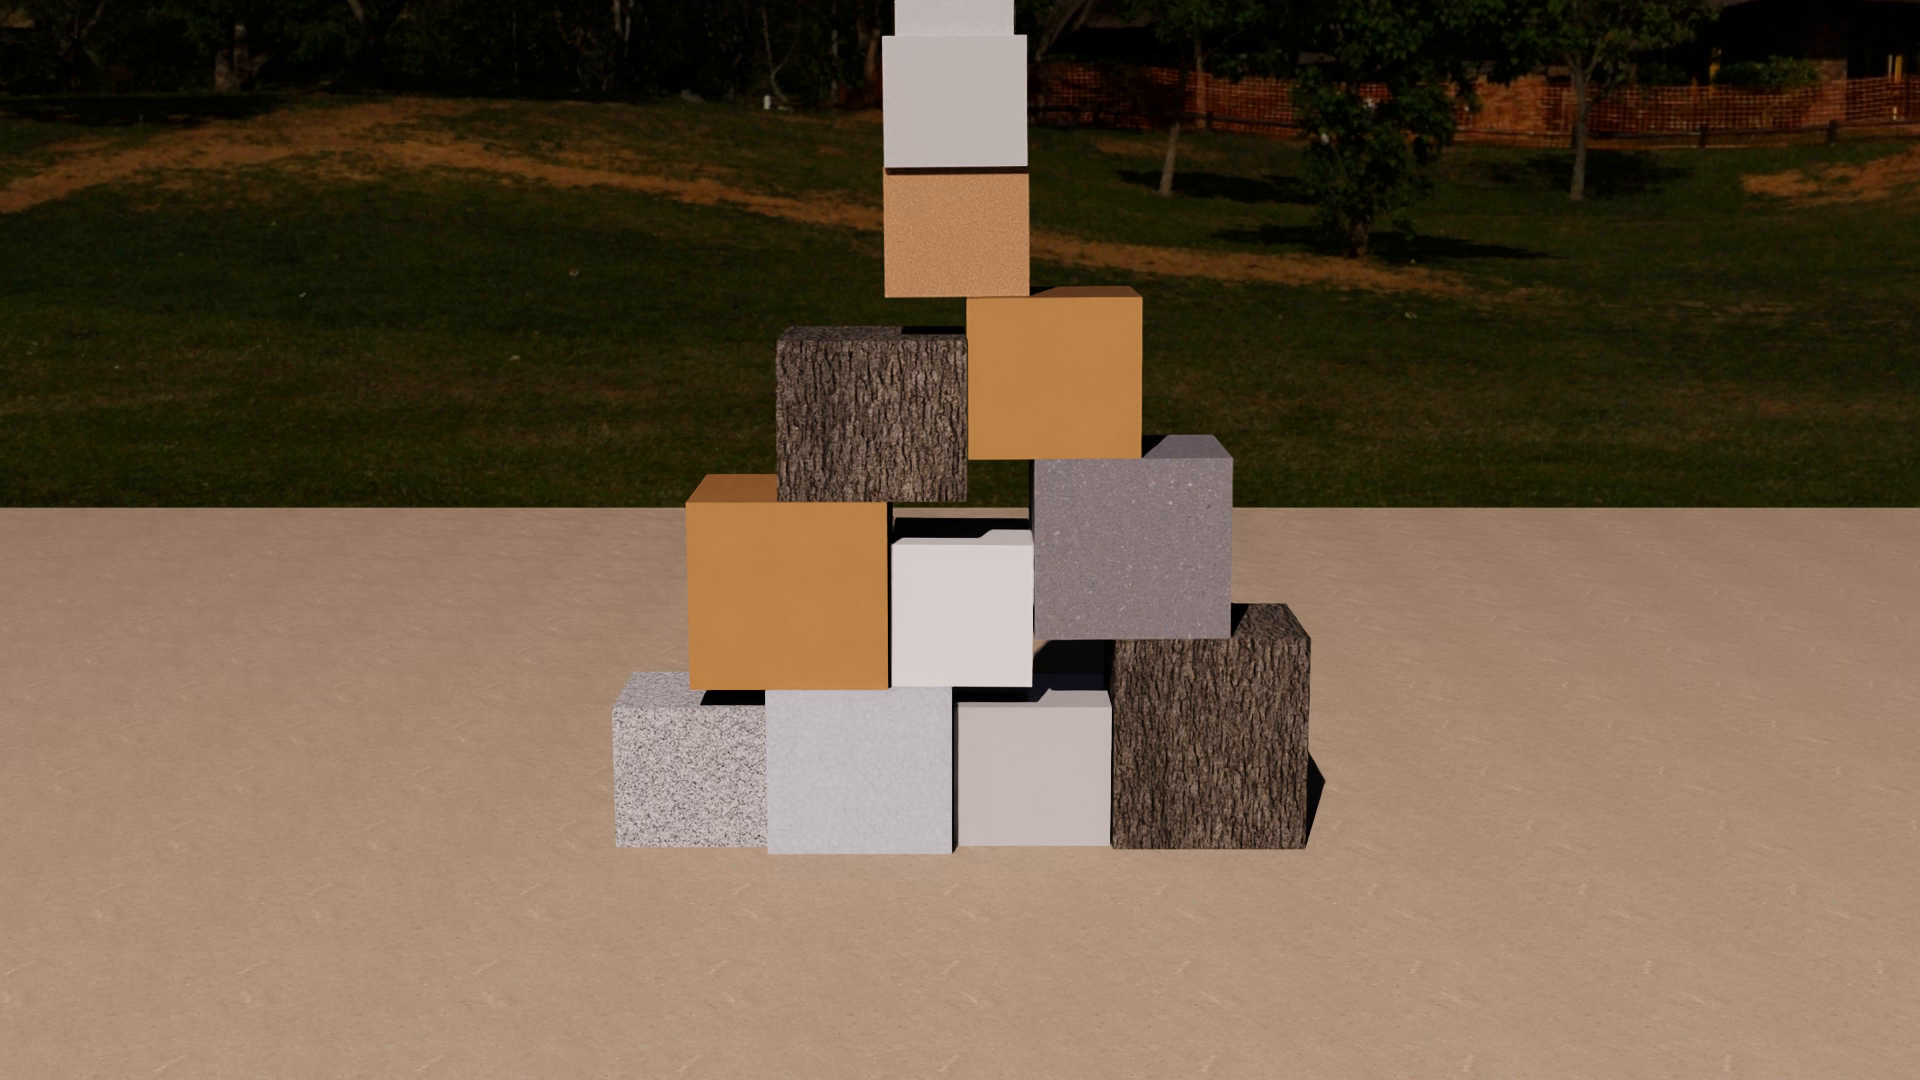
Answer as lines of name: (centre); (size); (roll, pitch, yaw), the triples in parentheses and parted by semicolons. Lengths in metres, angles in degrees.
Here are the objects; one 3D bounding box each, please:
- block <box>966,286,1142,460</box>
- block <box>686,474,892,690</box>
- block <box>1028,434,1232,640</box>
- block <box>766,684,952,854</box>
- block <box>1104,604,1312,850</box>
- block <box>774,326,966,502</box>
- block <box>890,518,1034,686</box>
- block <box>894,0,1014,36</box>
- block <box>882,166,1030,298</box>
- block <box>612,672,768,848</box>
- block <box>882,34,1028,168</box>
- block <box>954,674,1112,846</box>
block: (0.456, -0.850, 11.011); (0.844, 0.781, 0.816); (0, 10, 0)
block: (-0.844, 0.196, 11.218); (0.978, 0.935, 0.924); (0, 10, 0)
block: (0.846, -0.030, 11.175); (0.964, 0.897, 0.857); (0, 10, 0)
block: (-0.499, 1.067, 11.371); (0.918, 0.833, 0.988); (0, 10, 0)
block: (1.249, 0.944, 11.351); (0.965, 1.081, 0.851); (0, 10, 0)
block: (-0.428, -0.647, 11.050); (0.922, 0.782, 0.850); (0, 10, 0)
block: (0.010, 0.305, 11.242); (0.702, 0.713, 0.793); (0, 10, 0)
block: (-0.030, -2.737, 10.685); (0.563, 0.588, 0.556); (-1, 10, 0)
block: (-0.017, -1.541, 10.915); (0.700, 0.622, 0.617); (-1, 10, 0)
block: (-1.350, 1.122, 11.378); (0.764, 0.721, 0.762); (0, 10, 0)
block: (-0.023, -2.147, 10.799); (0.685, 0.613, 0.691); (-1, 10, 0)
block: (0.364, 1.125, 11.371); (0.786, 0.718, 0.709); (0, 10, 0)
